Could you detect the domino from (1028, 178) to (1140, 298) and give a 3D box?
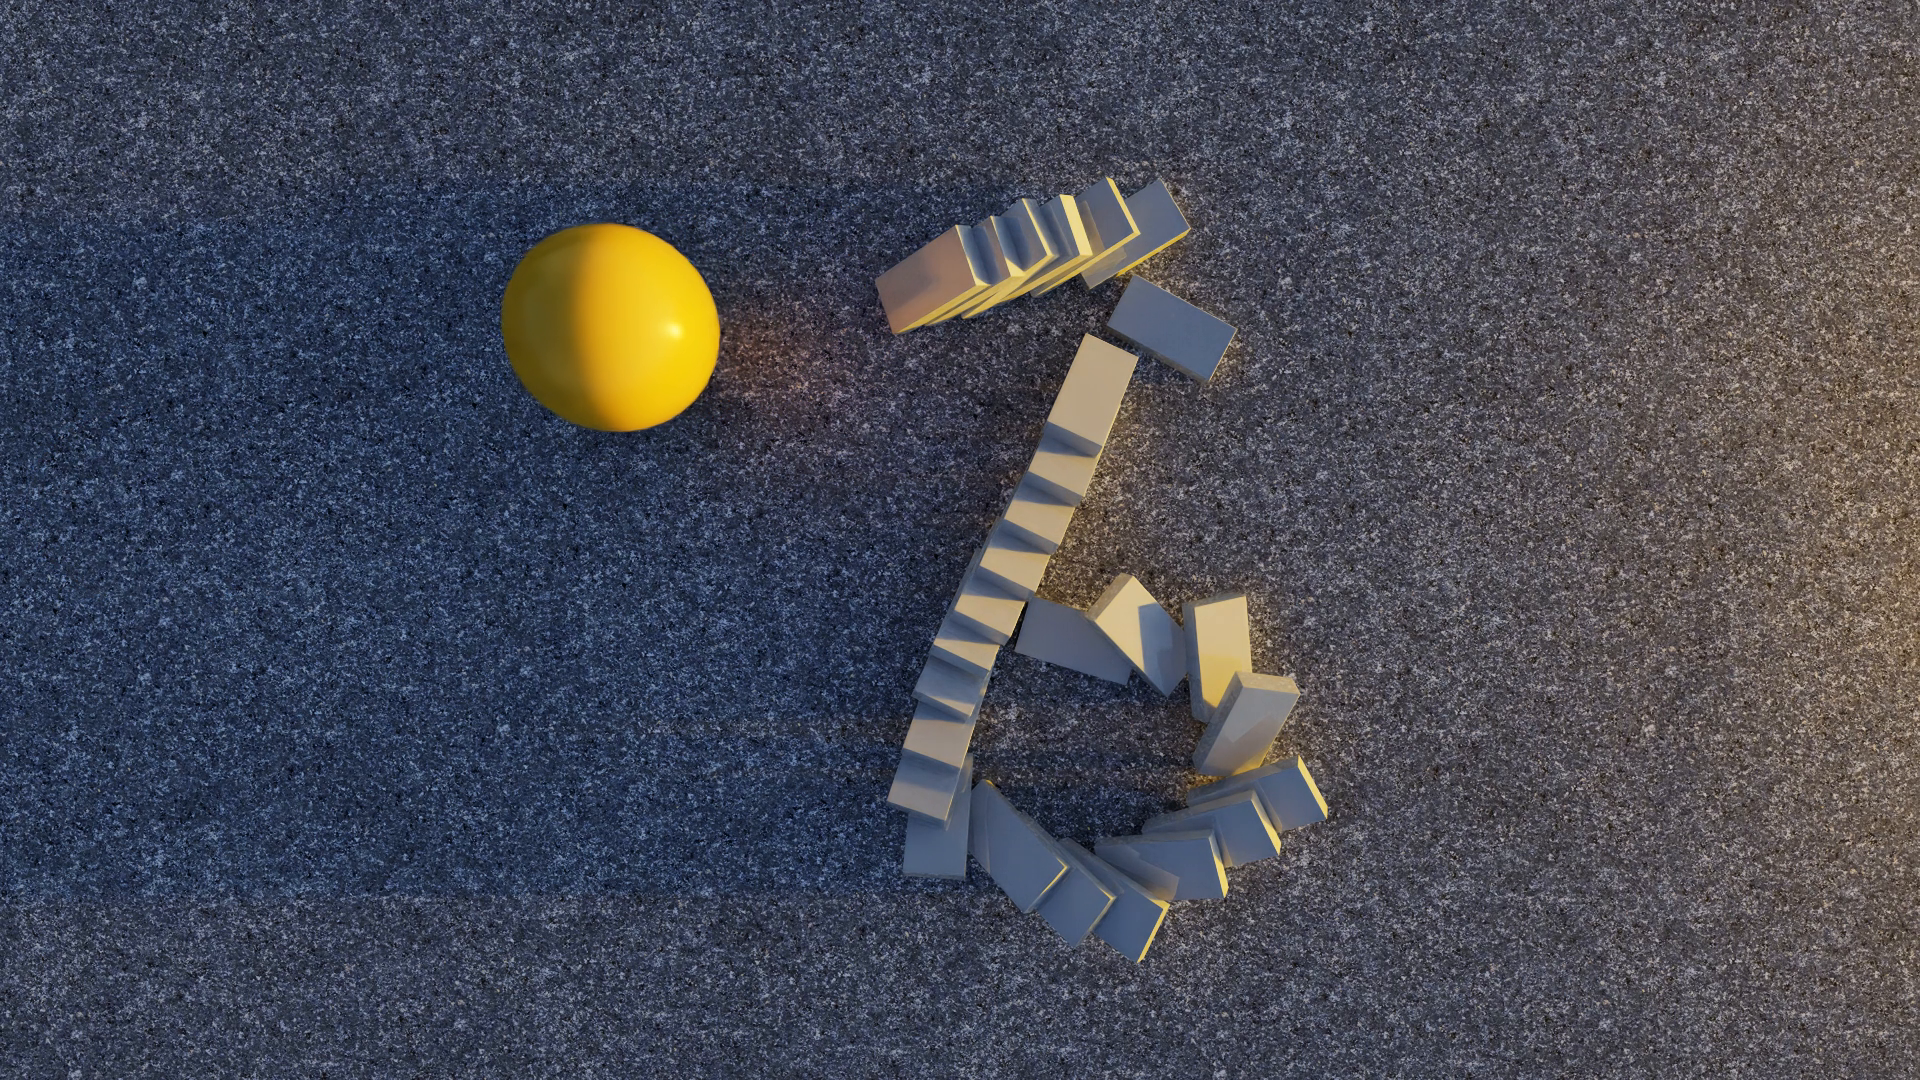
[{"bbox_3d":[0.047,-0.126,0.384,0.050,0.010,0.025,-27,90,29],"label":"domino"}]

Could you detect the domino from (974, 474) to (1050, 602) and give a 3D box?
[{"bbox_3d":[0.027,-0.001,0.383,0.025,0.009,0.050,26,58,0],"label":"domino"}]

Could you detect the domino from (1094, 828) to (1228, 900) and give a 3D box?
[{"bbox_3d":[0.084,0.137,0.385,0.050,0.009,0.025,-14,90,27],"label":"domino"}]

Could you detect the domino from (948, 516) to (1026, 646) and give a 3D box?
[{"bbox_3d":[0.017,0.016,0.381,0.025,0.010,0.050,26,58,0],"label":"domino"}]

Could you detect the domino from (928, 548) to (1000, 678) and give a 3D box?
[{"bbox_3d":[0.008,0.030,0.383,0.025,0.010,0.050,25,58,0],"label":"domino"}]

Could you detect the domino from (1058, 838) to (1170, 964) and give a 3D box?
[{"bbox_3d":[0.059,0.150,0.383,0.050,0.010,0.025,27,94,30],"label":"domino"}]

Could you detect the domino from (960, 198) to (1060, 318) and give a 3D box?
[{"bbox_3d":[0.016,-0.115,0.379,0.050,0.010,0.025,-27,85,42],"label":"domino"}]

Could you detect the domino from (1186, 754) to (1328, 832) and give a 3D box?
[{"bbox_3d":[0.124,0.110,0.383,0.050,0.009,0.025,-28,94,28],"label":"domino"}]

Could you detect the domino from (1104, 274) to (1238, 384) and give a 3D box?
[{"bbox_3d":[0.090,-0.091,0.395,0.050,0.010,0.025,28,90,0],"label":"domino"}]

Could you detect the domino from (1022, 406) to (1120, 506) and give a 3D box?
[{"bbox_3d":[0.047,-0.041,0.384,0.025,0.009,0.050,25,63,0],"label":"domino"}]

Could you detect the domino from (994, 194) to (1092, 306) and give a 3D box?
[{"bbox_3d":[0.029,-0.119,0.380,0.050,0.009,0.025,-19,90,42],"label":"domino"}]

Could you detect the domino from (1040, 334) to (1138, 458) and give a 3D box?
[{"bbox_3d":[0.055,-0.061,0.385,0.025,0.010,0.050,25,63,0],"label":"domino"}]

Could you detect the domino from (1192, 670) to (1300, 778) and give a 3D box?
[{"bbox_3d":[0.118,0.078,0.381,0.025,0.009,0.050,9,122,-11],"label":"domino"}]

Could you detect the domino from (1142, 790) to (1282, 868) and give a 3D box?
[{"bbox_3d":[0.105,0.124,0.384,0.050,0.009,0.025,-26,91,27],"label":"domino"}]

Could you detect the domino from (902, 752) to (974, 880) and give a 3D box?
[{"bbox_3d":[-0.009,0.114,0.383,0.025,0.010,0.050,3,60,4],"label":"domino"}]

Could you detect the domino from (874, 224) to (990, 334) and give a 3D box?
[{"bbox_3d":[-0.012,-0.107,0.380,0.050,0.009,0.025,-19,90,42],"label":"domino"}]

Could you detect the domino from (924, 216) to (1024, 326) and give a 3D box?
[{"bbox_3d":[0.001,-0.110,0.380,0.050,0.010,0.025,-19,90,42],"label":"domino"}]

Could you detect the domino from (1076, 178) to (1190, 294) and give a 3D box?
[{"bbox_3d":[0.070,-0.131,0.395,0.050,0.010,0.025,-31,90,0],"label":"domino"}]

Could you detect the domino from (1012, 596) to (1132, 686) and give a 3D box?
[{"bbox_3d":[0.051,0.043,0.395,0.050,0.010,0.025,17,90,0],"label":"domino"}]

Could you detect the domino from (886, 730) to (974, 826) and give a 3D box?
[{"bbox_3d":[-0.011,0.090,0.384,0.025,0.010,0.050,18,62,2],"label":"domino"}]

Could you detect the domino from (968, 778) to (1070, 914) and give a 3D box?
[{"bbox_3d":[0.019,0.128,0.384,0.025,0.009,0.050,-48,61,0],"label":"domino"}]

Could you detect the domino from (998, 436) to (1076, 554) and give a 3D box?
[{"bbox_3d":[0.037,-0.021,0.384,0.025,0.010,0.050,26,61,0],"label":"domino"}]

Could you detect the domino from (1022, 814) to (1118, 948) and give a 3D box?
[{"bbox_3d":[0.038,0.142,0.383,0.050,0.010,0.025,38,93,28],"label":"domino"}]

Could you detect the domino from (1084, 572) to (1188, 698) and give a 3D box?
[{"bbox_3d":[0.078,0.040,0.385,0.050,0.010,0.025,45,80,-19],"label":"domino"}]

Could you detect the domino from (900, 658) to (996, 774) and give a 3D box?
[{"bbox_3d":[-0.005,0.069,0.384,0.025,0.010,0.050,20,62,1],"label":"domino"}]

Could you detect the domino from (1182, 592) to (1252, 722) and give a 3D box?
[{"bbox_3d":[0.109,0.049,0.388,0.025,0.009,0.050,-10,100,-17],"label":"domino"}]

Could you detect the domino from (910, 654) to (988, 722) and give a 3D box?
[{"bbox_3d":[0.001,0.048,0.384,0.025,0.010,0.050,25,62,0],"label":"domino"}]

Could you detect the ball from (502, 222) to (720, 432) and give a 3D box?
[{"bbox_3d":[-0.135,-0.082,0.360,0.080,0.080,0.080,0,90,0],"label":"ball"}]
